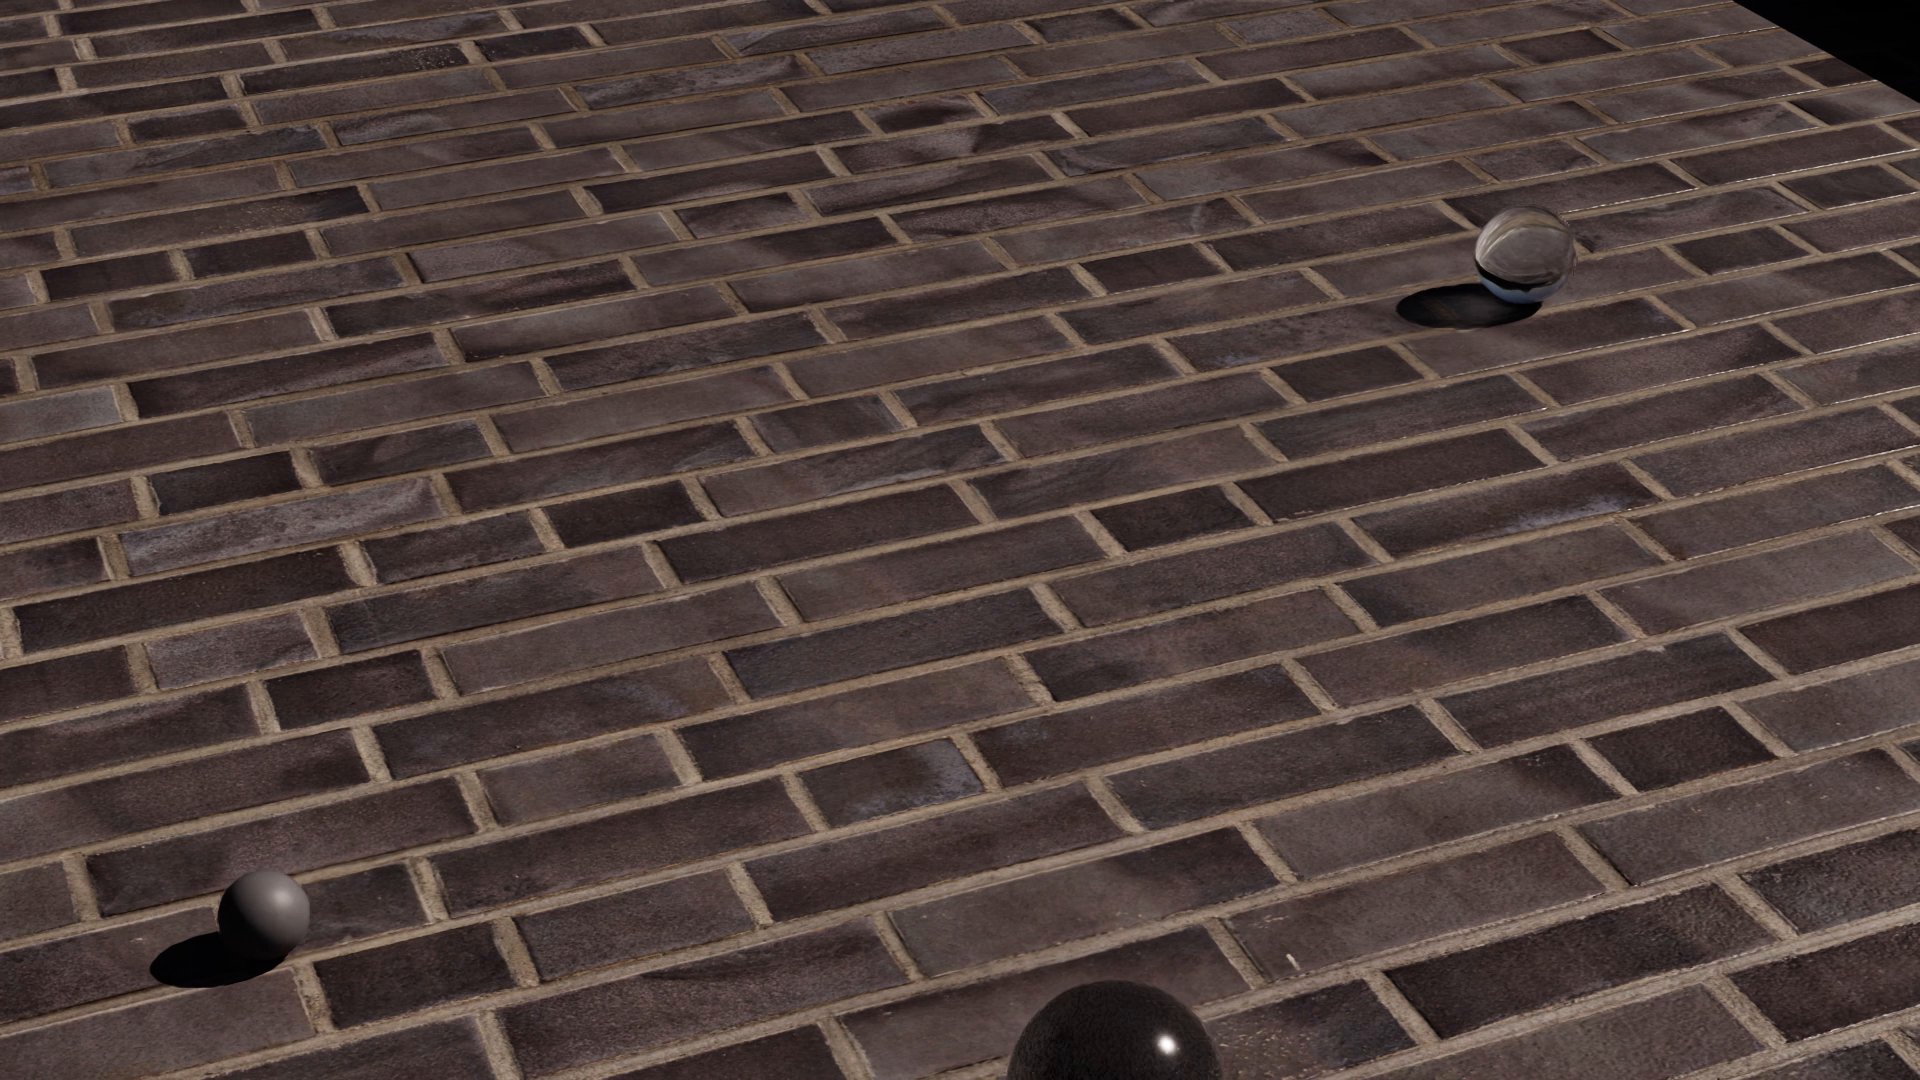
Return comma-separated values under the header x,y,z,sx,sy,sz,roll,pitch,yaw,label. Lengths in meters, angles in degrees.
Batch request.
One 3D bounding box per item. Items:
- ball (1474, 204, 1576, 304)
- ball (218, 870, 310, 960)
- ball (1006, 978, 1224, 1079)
x,y,z,sx,sy,sz,roll,pitch,yaw,label
0.396,-0.200,2.065,0.070,0.070,0.070,0,30,0,ball
-0.340,0.183,1.436,0.044,0.044,0.044,0,30,0,ball
0.068,0.240,1.287,0.096,0.096,0.096,0,30,0,ball
